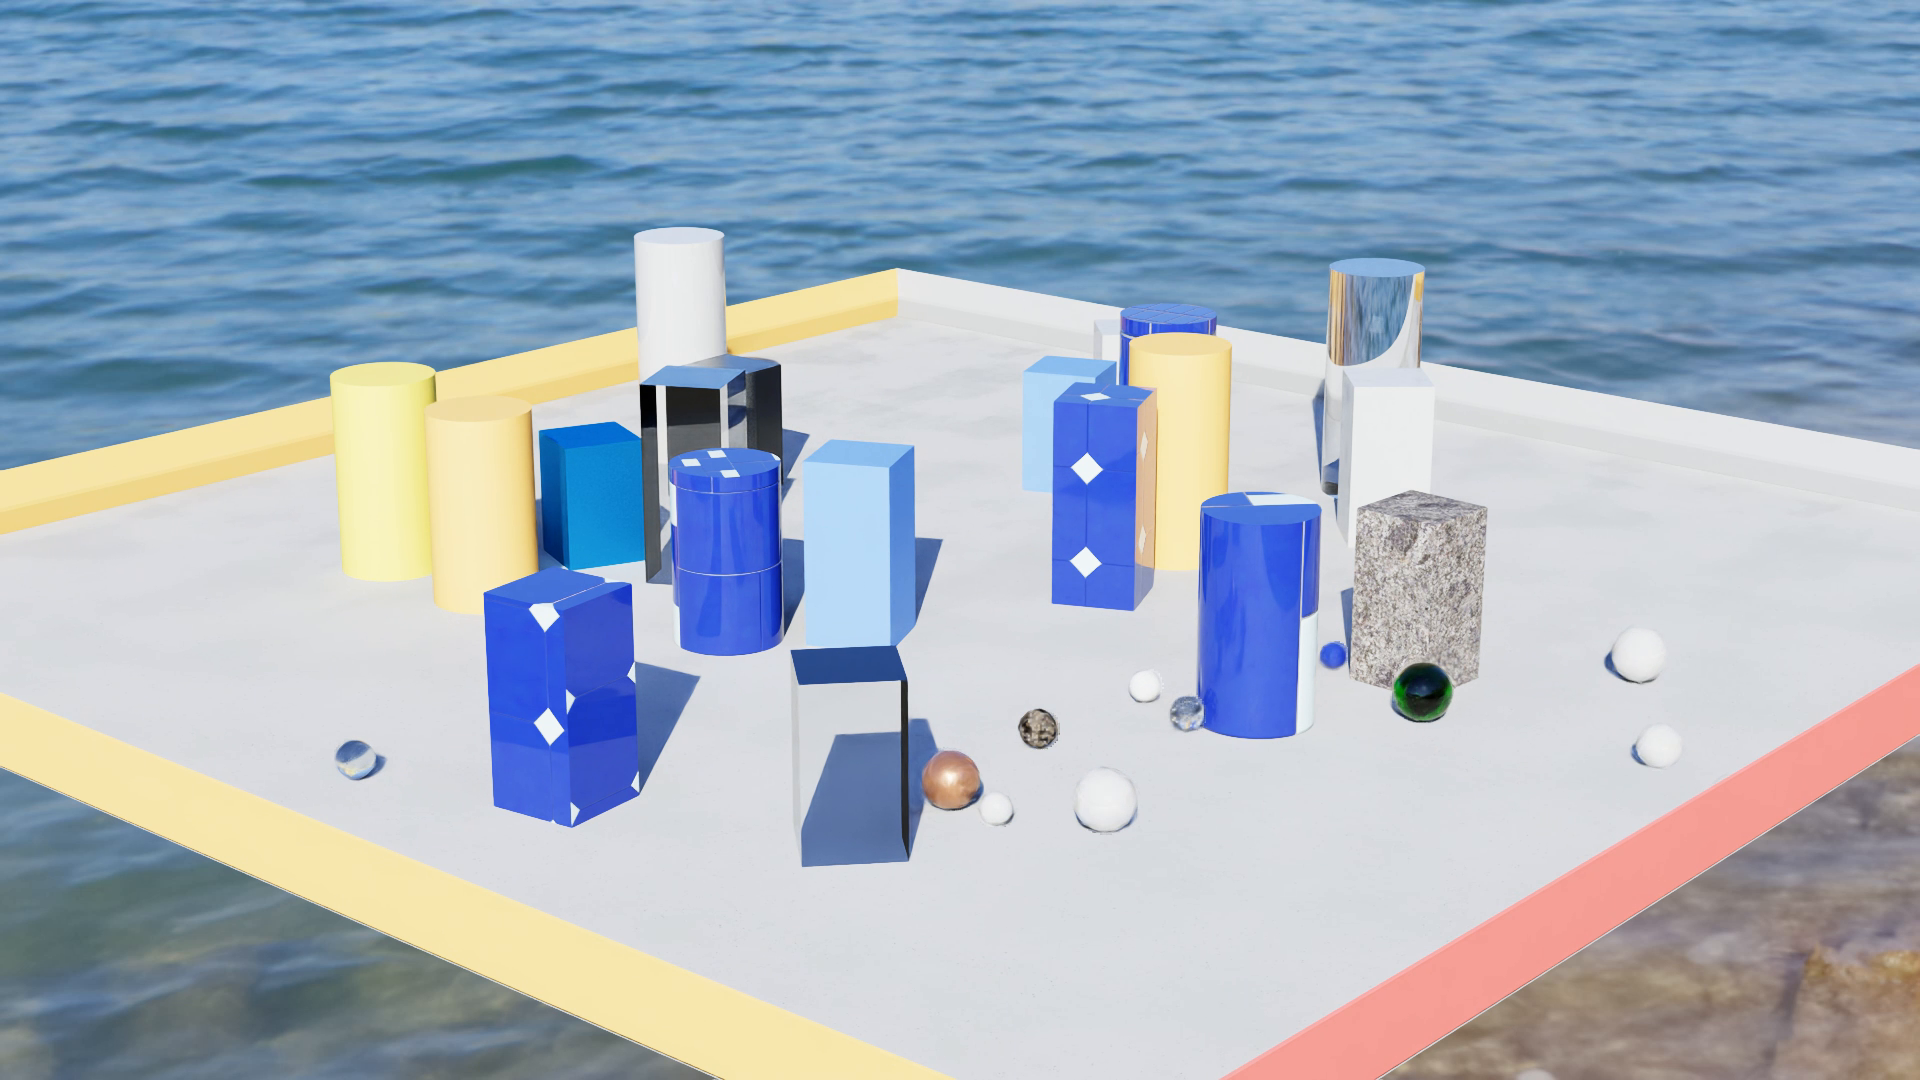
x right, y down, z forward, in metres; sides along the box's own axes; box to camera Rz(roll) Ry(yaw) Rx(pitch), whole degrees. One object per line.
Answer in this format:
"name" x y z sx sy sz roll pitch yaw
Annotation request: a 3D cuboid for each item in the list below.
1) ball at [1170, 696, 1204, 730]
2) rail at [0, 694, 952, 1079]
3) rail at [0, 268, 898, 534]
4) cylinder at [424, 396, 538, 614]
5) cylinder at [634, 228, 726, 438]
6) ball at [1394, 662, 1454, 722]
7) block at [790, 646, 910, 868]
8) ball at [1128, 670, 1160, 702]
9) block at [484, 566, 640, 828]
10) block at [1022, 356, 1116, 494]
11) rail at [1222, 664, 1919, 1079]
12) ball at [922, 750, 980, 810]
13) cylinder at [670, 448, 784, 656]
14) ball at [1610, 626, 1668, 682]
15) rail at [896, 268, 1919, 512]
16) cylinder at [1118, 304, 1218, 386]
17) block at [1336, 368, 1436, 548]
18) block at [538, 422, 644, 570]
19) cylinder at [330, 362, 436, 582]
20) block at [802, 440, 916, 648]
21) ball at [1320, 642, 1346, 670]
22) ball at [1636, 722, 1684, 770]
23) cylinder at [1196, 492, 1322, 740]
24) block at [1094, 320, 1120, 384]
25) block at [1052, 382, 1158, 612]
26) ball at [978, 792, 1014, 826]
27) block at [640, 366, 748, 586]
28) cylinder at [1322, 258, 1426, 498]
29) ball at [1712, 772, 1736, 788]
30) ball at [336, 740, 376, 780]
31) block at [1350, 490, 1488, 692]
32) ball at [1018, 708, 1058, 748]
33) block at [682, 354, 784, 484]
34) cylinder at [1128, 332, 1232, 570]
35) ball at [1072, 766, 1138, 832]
"ball" 0.346 0.264 4.464 0.054 0.054 0.054 0 17 0
"rail" -1.015 0.369 4.002 3.142 0.119 0.045 14 22 39
"rail" -1.168 -0.264 6.092 0.045 0.119 3.144 14 22 39
"cylinder" -0.822 -0.062 5.046 0.183 0.339 0.183 0 17 0
"cylinder" -0.570 -0.408 6.016 0.183 0.439 0.183 0 17 0
"ball" 0.711 0.233 4.502 0.091 0.091 0.091 0 17 0
"block" -0.151 0.294 4.007 0.146 0.261 0.146 -2 17 -7
"ball" 0.289 0.228 4.586 0.050 0.050 0.050 0 17 0
"block" -0.563 0.220 4.148 0.146 0.320 0.146 11 20 32
"block" 0.215 -0.225 5.758 0.146 0.239 0.146 6 18 19
"rail" 1.168 0.324 4.150 0.045 0.119 3.144 14 22 39
"ball" -0.013 0.340 4.159 0.084 0.084 0.084 0 17 0
"cylinder" -0.385 0.018 4.844 0.183 0.304 0.183 0 17 0
"ball" 1.083 0.182 4.672 0.090 0.090 0.090 0 17 0
"rail" 1.015 -0.309 6.240 3.142 0.119 0.045 14 22 39
"cylinder" 0.393 -0.244 5.578 0.183 0.380 0.183 0 17 0
"block" 0.784 -0.152 5.409 0.146 0.303 0.146 0 17 -1
"block" -0.665 -0.081 5.305 0.146 0.226 0.146 -8 19 -25
"cylinder" -1.018 -0.123 5.221 0.183 0.355 0.183 0 17 0
"block" -0.165 0.009 4.855 0.146 0.315 0.146 5 17 15
"ball" 0.603 0.187 4.736 0.043 0.043 0.043 0 17 0
"ball" 1.029 0.303 4.311 0.068 0.068 0.068 0 17 0
"cylinder" 0.454 0.114 4.467 0.183 0.339 0.183 0 17 0
"block" 0.355 -0.316 6.035 0.146 0.252 0.146 -1 17 -4
"block" 0.249 -0.076 5.059 0.146 0.360 0.146 5 18 16
"ball" 0.050 0.376 4.103 0.048 0.048 0.048 0 17 0
"block" -0.467 -0.112 5.175 0.146 0.361 0.146 4 17 13
"cylinder" 0.800 -0.311 5.688 0.183 0.444 0.183 0 17 0
"ball" 1.092 0.358 4.136 0.062 0.062 0.062 0 17 0
"ball" -0.881 0.320 4.272 0.058 0.058 0.058 0 17 0
"block" 0.727 0.085 4.654 0.146 0.285 0.146 16 23 41
"ball" 0.117 0.282 4.395 0.058 0.058 0.058 0 17 0
"block" -0.451 -0.223 5.743 0.146 0.244 0.146 13 21 37
"cylinder" 0.393 -0.160 5.277 0.183 0.394 0.183 0 17 0
"ball" 0.202 0.361 4.079 0.090 0.090 0.090 0 17 0
